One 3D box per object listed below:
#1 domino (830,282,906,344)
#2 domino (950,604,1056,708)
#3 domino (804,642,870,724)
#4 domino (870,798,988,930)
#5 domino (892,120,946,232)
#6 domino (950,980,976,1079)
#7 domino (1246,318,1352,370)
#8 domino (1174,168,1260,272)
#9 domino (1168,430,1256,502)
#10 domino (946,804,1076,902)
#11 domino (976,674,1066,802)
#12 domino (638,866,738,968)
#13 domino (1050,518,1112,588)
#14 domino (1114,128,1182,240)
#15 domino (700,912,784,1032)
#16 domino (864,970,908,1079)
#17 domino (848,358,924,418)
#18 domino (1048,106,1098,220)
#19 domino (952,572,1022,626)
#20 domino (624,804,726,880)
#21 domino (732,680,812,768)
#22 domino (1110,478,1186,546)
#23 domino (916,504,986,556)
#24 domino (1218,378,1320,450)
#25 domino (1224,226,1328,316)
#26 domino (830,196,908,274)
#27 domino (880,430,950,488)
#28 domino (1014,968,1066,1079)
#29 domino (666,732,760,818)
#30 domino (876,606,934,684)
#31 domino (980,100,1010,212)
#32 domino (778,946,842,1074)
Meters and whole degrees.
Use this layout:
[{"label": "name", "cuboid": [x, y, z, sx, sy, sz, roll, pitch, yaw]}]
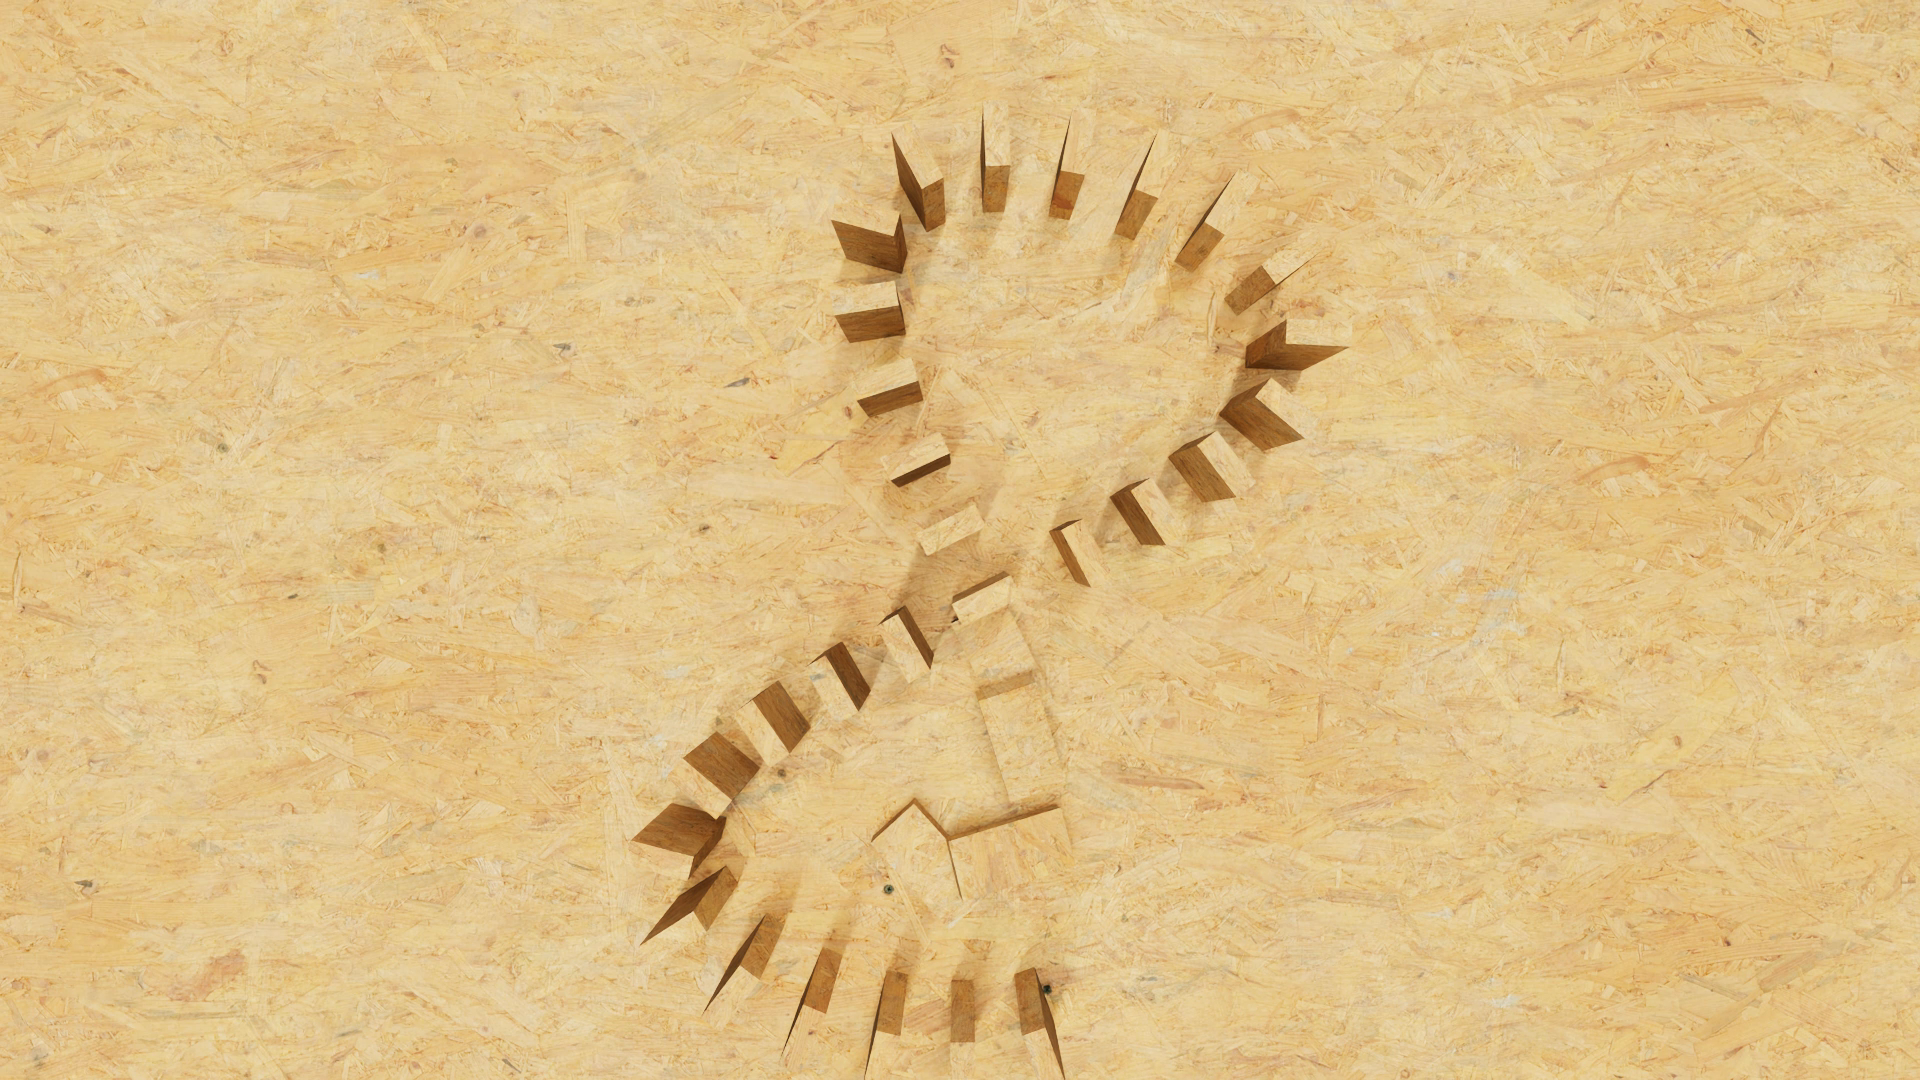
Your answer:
[{"label": "domino", "cuboid": [-0.037, -0.092, 0.375, 0.025, 0.050, 0.009, -9, 90, 0]}, {"label": "domino", "cuboid": [0.018, 0.053, 0.395, 0.025, 0.009, 0.050, -26, 90, 0]}, {"label": "domino", "cuboid": [-0.049, 0.057, 0.375, 0.009, 0.050, 0.025, -30, 90, 0]}, {"label": "domino", "cuboid": [-0.012, 0.139, 0.395, 0.025, 0.010, 0.050, -42, 90, 0]}, {"label": "domino", "cuboid": [-0.016, -0.147, 0.375, 0.009, 0.050, 0.025, -28, 90, 0]}, {"label": "domino", "cuboid": [0.001, 0.204, 0.375, 0.009, 0.050, 0.025, 0, 90, 0]}, {"label": "domino", "cuboid": [0.137, -0.079, 0.375, 0.025, 0.050, 0.009, 3, 90, 0]}, {"label": "domino", "cuboid": [0.104, -0.130, 0.375, 0.009, 0.050, 0.025, 33, 90, 0]}, {"label": "domino", "cuboid": [0.102, -0.029, 0.375, 0.010, 0.050, 0.025, -37, 90, 0]}, {"label": "domino", "cuboid": [0.021, 0.133, 0.389, 0.050, 0.009, 0.025, -13, 84, -11]}, {"label": "domino", "cuboid": [0.026, 0.084, 0.388, 0.025, 0.010, 0.050, -18, 107, -3]}, {"label": "domino", "cuboid": [-0.110, 0.153, 0.375, 0.025, 0.050, 0.009, -33, 90, 0]}, {"label": "domino", "cuboid": [0.049, 0.005, 0.375, 0.009, 0.050, 0.025, -28, 90, 0]}, {"label": "domino", "cuboid": [0.076, -0.144, 0.375, 0.009, 0.050, 0.025, 21, 90, 0]}, {"label": "domino", "cuboid": [-0.088, 0.175, 0.375, 0.009, 0.050, 0.025, 37, 90, 0]}, {"label": "domino", "cuboid": [-0.030, 0.201, 0.375, 0.009, 0.050, 0.025, 14, 90, 0]}, {"label": "domino", "cuboid": [-0.029, -0.062, 0.375, 0.025, 0.050, 0.010, -18, 90, 0]}, {"label": "domino", "cuboid": [0.046, -0.153, 0.375, 0.009, 0.050, 0.025, 11, 90, 0]}, {"label": "domino", "cuboid": [0.010, 0.023, 0.375, 0.025, 0.050, 0.010, -26, 90, 0]}, {"label": "domino", "cuboid": [-0.115, 0.123, 0.375, 0.025, 0.050, 0.010, 15, 90, 0]}, {"label": "domino", "cuboid": [-0.076, 0.074, 0.375, 0.009, 0.050, 0.025, -35, 90, 0]}, {"label": "domino", "cuboid": [0.076, -0.011, 0.375, 0.010, 0.050, 0.025, -33, 90, 0]}, {"label": "domino", "cuboid": [-0.003, -0.004, 0.375, 0.025, 0.050, 0.010, -27, 90, 0]}, {"label": "domino", "cuboid": [0.125, -0.050, 0.375, 0.025, 0.050, 0.010, 40, 90, 0]}, {"label": "domino", "cuboid": [0.128, -0.109, 0.375, 0.025, 0.050, 0.009, -37, 90, 0]}, {"label": "domino", "cuboid": [-0.036, -0.124, 0.375, 0.025, 0.050, 0.009, 15, 90, 0]}, {"label": "domino", "cuboid": [-0.017, -0.032, 0.375, 0.025, 0.050, 0.009, -25, 90, 0]}, {"label": "domino", "cuboid": [0.032, 0.200, 0.375, 0.010, 0.050, 0.025, -20, 90, 0]}, {"label": "domino", "cuboid": [-0.100, 0.095, 0.375, 0.025, 0.050, 0.010, 40, 90, 0]}, {"label": "domino", "cuboid": [-0.022, 0.042, 0.375, 0.010, 0.050, 0.025, -30, 90, 0]}, {"label": "domino", "cuboid": [0.014, -0.156, 0.375, 0.009, 0.050, 0.025, -3, 90, 0]}, {"label": "domino", "cuboid": [-0.060, 0.191, 0.375, 0.010, 0.050, 0.025, 23, 90, 0]}]
